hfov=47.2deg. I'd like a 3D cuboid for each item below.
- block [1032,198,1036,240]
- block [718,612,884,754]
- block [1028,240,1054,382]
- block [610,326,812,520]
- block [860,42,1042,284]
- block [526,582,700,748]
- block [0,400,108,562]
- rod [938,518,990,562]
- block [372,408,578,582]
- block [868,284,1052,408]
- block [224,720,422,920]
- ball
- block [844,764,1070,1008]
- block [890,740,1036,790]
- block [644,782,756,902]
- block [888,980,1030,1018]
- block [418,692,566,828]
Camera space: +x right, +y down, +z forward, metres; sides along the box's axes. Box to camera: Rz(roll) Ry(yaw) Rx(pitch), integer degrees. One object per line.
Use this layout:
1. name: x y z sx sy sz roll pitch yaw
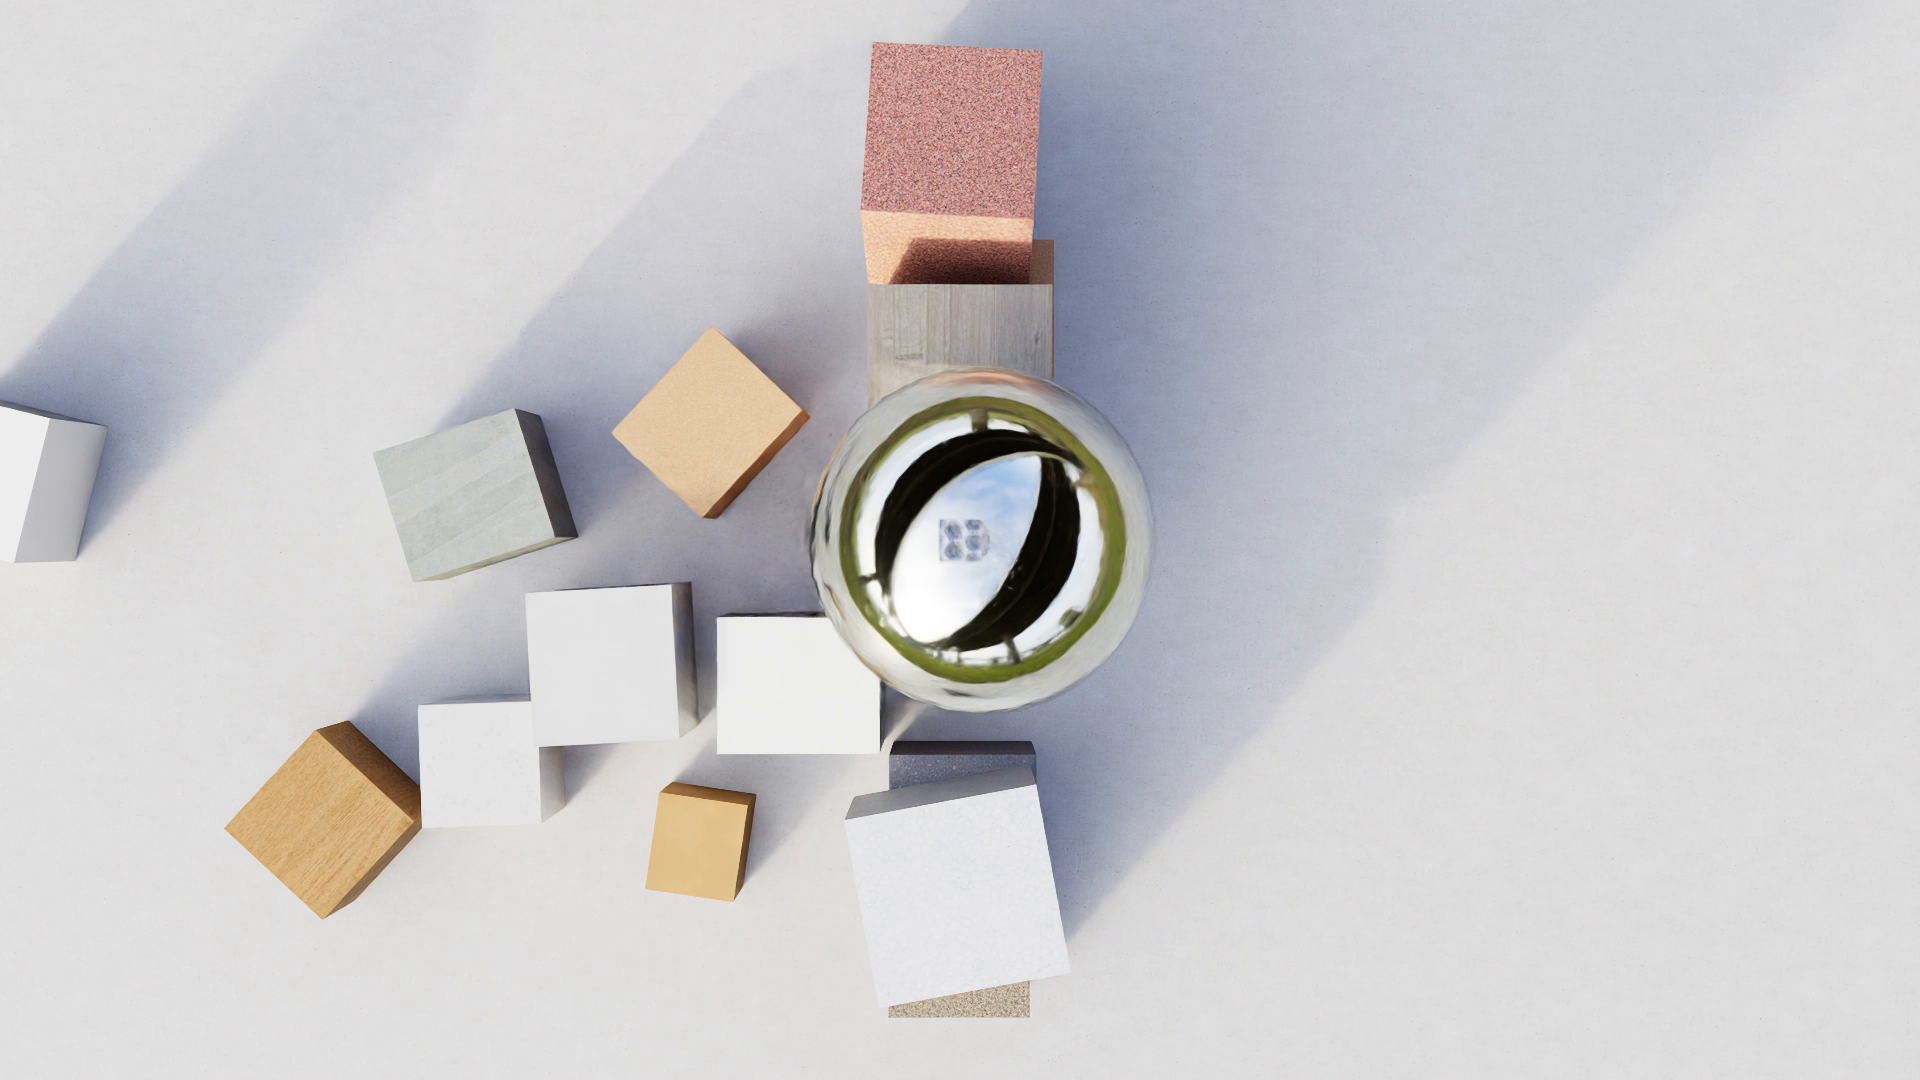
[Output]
1. block: -0.002 -2.141 12.513 0.845 0.974 1.021 0 90 0
2. block: -0.895 0.805 12.592 0.899 0.817 0.757 0 90 0
3. block: 0.010 -1.067 12.431 0.993 1.138 1.107 0 90 0
4. block: -1.413 -0.661 12.632 0.693 0.736 0.824 43 90 0
5. block: -0.038 -1.903 11.406 0.853 1.027 0.914 3 75 1
6. block: -1.965 0.692 12.540 0.802 0.920 0.847 -3 90 0
7. block: -5.499 -0.364 12.581 0.753 0.837 0.823 14 90 0
8. rod: 0.043 0.000 6.757 0.080 5.200 0.080 0 90 1
9. block: -2.762 -0.250 12.619 0.829 0.763 0.756 -18 90 0
10. block: -0.001 -0.857 11.426 0.921 0.872 0.841 0 90 0
11. block: -3.597 1.598 12.668 0.756 0.664 0.755 43 90 0
12. ball: 0.099 0.000 10.157 1.600 1.600 1.600 0 90 0
13. block: -0.012 1.805 11.654 0.989 1.031 0.968 -11 90 0
14. block: 0.015 1.529 12.585 0.816 0.830 0.682 0 90 0
15. block: -1.493 1.739 12.723 0.506 0.554 0.554 8 90 0
16. block: -0.005 2.266 12.603 0.786 0.794 0.770 0 90 0
17. block: -2.675 1.250 12.622 0.664 0.757 0.682 -2 90 0
